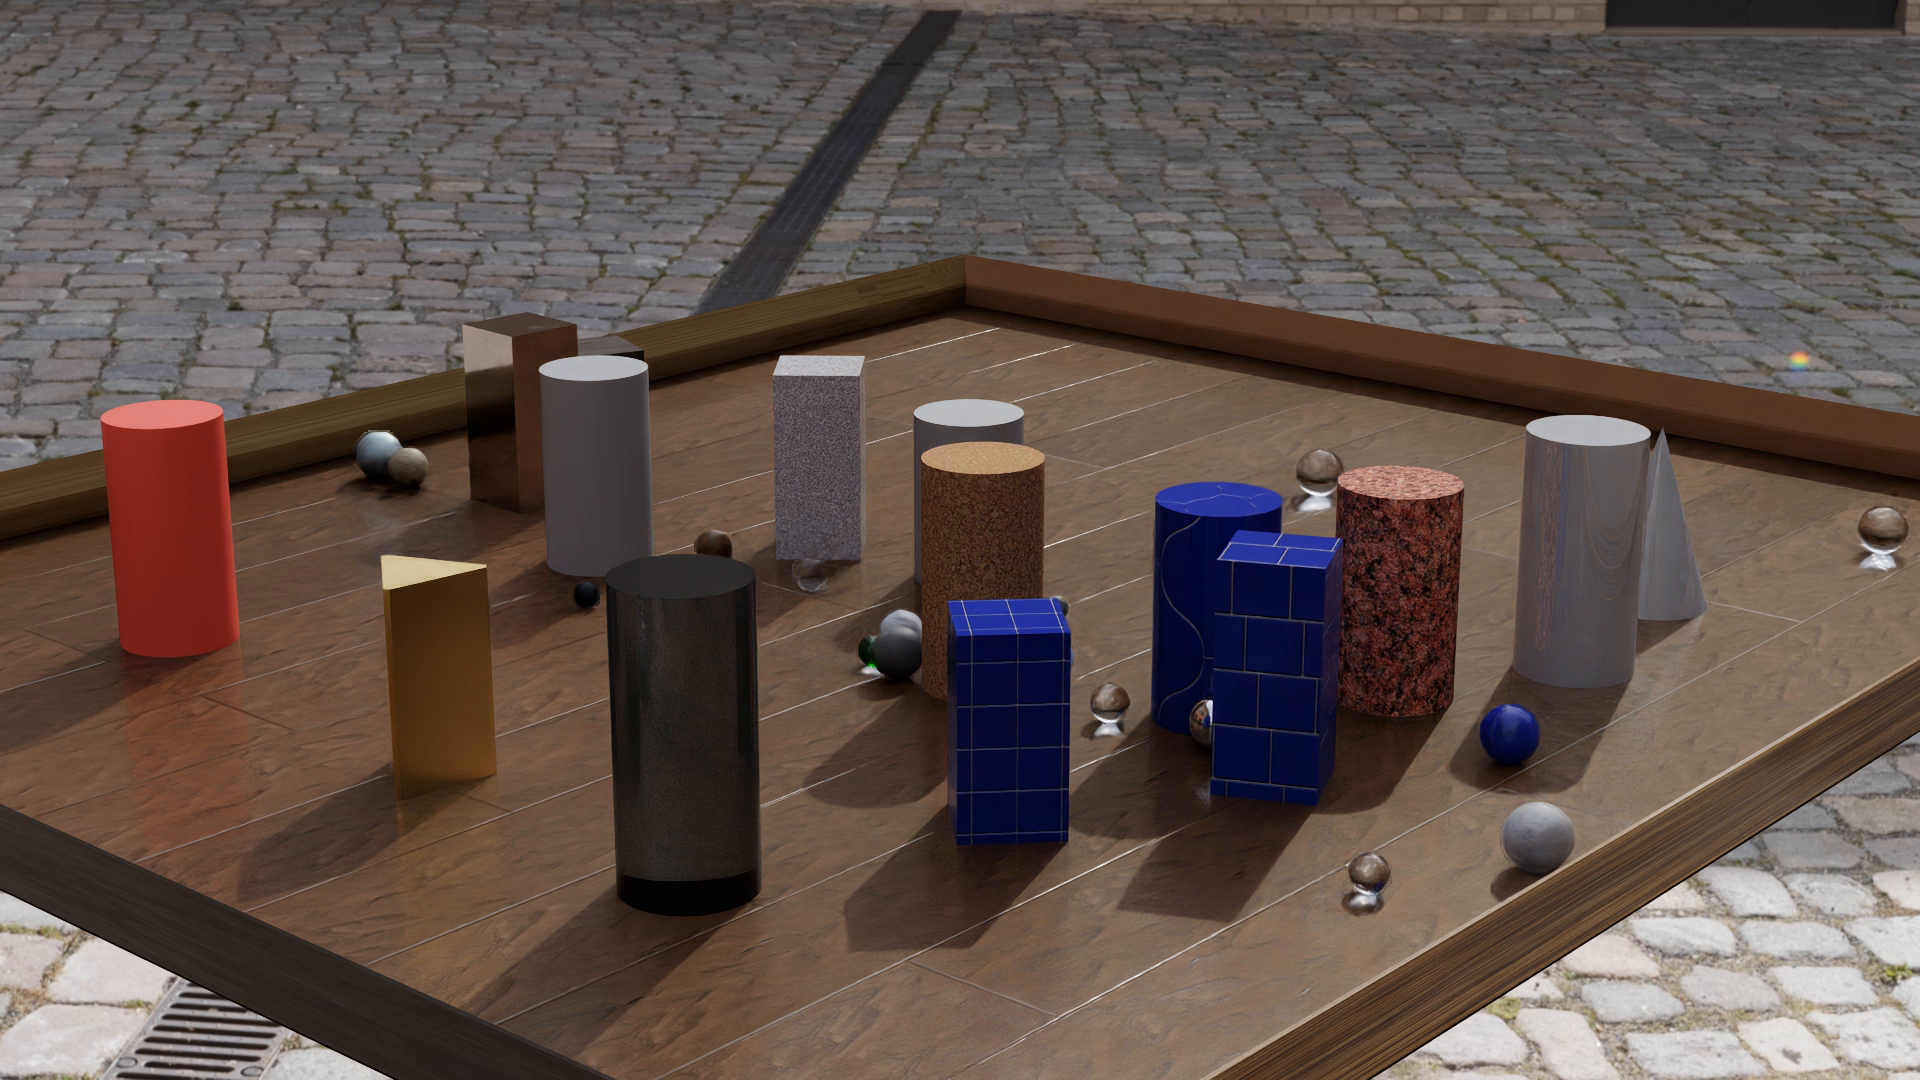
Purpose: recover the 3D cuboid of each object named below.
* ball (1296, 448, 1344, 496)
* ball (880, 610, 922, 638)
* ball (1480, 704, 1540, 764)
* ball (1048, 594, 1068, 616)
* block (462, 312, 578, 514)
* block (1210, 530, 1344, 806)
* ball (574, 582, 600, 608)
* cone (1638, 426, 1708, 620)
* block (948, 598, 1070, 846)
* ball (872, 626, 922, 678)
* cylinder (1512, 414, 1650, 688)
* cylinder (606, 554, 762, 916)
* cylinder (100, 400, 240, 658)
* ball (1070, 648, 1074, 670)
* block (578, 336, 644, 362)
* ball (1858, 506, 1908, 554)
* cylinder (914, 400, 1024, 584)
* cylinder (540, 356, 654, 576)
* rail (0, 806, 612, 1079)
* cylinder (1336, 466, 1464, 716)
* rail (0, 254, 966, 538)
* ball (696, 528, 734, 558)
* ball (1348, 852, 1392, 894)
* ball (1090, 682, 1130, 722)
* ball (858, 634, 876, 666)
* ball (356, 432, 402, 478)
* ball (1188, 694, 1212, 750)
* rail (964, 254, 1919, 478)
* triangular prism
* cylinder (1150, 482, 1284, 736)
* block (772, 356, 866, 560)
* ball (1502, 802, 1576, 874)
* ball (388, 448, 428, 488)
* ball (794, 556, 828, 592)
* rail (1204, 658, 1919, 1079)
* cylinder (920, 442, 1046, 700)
[{"bbox_3d":[0.702,-0.132,5.721,0.093,0.093,0.093,0,17,0],"label":"ball"},{"bbox_3d":[-0.095,0.153,4.813,0.074,0.074,0.074,0,17,0],"label":"ball"},{"bbox_3d":[0.815,0.286,4.342,0.090,0.090,0.090,0,17,0],"label":"ball"},{"bbox_3d":[0.162,0.116,4.985,0.045,0.045,0.045,0,17,0],"label":"ball"},{"bbox_3d":[-0.843,-0.247,5.663,0.155,0.347,0.155,16,23,42],"label":"block"},{"bbox_3d":[0.457,0.182,4.229,0.155,0.354,0.155,5,17,16],"label":"block"},{"bbox_3d":[-0.645,0.094,5.057,0.045,0.045,0.045,0,17,0],"label":"ball"},{"bbox_3d":[1.197,-0.042,5.039,0.194,0.316,0.194,0,17,0],"label":"cone"},{"bbox_3d":[0.066,0.251,4.085,0.155,0.305,0.155,-1,17,-5],"label":"block"},{"bbox_3d":[-0.100,0.180,4.702,0.086,0.086,0.086,0,17,0],"label":"ball"},{"bbox_3d":[0.995,0.017,4.699,0.194,0.399,0.194,0,17,0],"label":"cylinder"},{"bbox_3d":[-0.361,0.254,3.850,0.194,0.435,0.194,0,17,0],"label":"cylinder"},{"bbox_3d":[-1.303,-0.021,4.845,0.194,0.387,0.194,0,17,0],"label":"cylinder"},{"bbox_3d":[0.156,0.191,4.711,0.058,0.058,0.058,0,17,0],"label":"ball"},{"bbox_3d":[-0.735,-0.271,5.922,0.155,0.245,0.155,-8,19,-26],"label":"block"},{"bbox_3d":[1.685,-0.018,5.352,0.089,0.089,0.089,0,17,0],"label":"ball"},{"bbox_3d":[0.016,-0.079,5.185,0.194,0.302,0.194,0,17,0],"label":"cylinder"},{"bbox_3d":[-0.652,-0.134,5.269,0.194,0.359,0.194,0,17,0],"label":"cylinder"},{"bbox_3d":[-1.173,0.422,3.826,3.121,0.126,0.045,14,22,39],"label":"rail"},{"bbox_3d":[0.681,0.078,4.582,0.194,0.350,0.194,0,17,0],"label":"cylinder"},{"bbox_3d":[-1.160,-0.259,6.085,0.045,0.126,3.627,14,22,39],"label":"rail"},{"bbox_3d":[-0.443,0.014,5.285,0.067,0.067,0.067,0,17,0],"label":"ball"},{"bbox_3d":[0.543,0.442,3.884,0.056,0.056,0.056,0,17,0],"label":"ball"},{"bbox_3d":[0.231,0.250,4.509,0.062,0.062,0.062,0,17,0],"label":"ball"},{"bbox_3d":[-0.141,0.180,4.762,0.051,0.051,0.051,0,17,0],"label":"ball"},{"bbox_3d":[-1.156,-0.169,5.843,0.095,0.095,0.095,0,17,0],"label":"ball"},{"bbox_3d":[0.386,0.272,4.397,0.086,0.086,0.086,0,17,0],"label":"ball"},{"bbox_3d":[1.173,-0.359,6.414,3.121,0.126,0.045,14,22,39],"label":"rail"},{"bbox_3d":[-0.792,0.190,4.268,0.168,0.317,0.145,-14,22,-40],"label":"triangular prism"},{"bbox_3d":[0.392,0.105,4.493,0.194,0.349,0.194,0,17,0],"label":"cylinder"},{"bbox_3d":[-0.254,-0.151,5.351,0.155,0.344,0.155,0,17,2],"label":"block"},{"bbox_3d":[0.780,0.401,3.951,0.097,0.097,0.097,0,17,0],"label":"ball"},{"bbox_3d":[-1.088,-0.143,5.782,0.080,0.080,0.080,0,17,0],"label":"ball"},{"bbox_3d":[-0.261,0.059,5.144,0.062,0.062,0.062,0,17,0],"label":"ball"},{"bbox_3d":[1.160,0.323,4.156,0.045,0.126,3.627,14,22,39],"label":"rail"},{"bbox_3d":[0.036,0.051,4.629,0.194,0.375,0.194,0,17,0],"label":"cylinder"}]
